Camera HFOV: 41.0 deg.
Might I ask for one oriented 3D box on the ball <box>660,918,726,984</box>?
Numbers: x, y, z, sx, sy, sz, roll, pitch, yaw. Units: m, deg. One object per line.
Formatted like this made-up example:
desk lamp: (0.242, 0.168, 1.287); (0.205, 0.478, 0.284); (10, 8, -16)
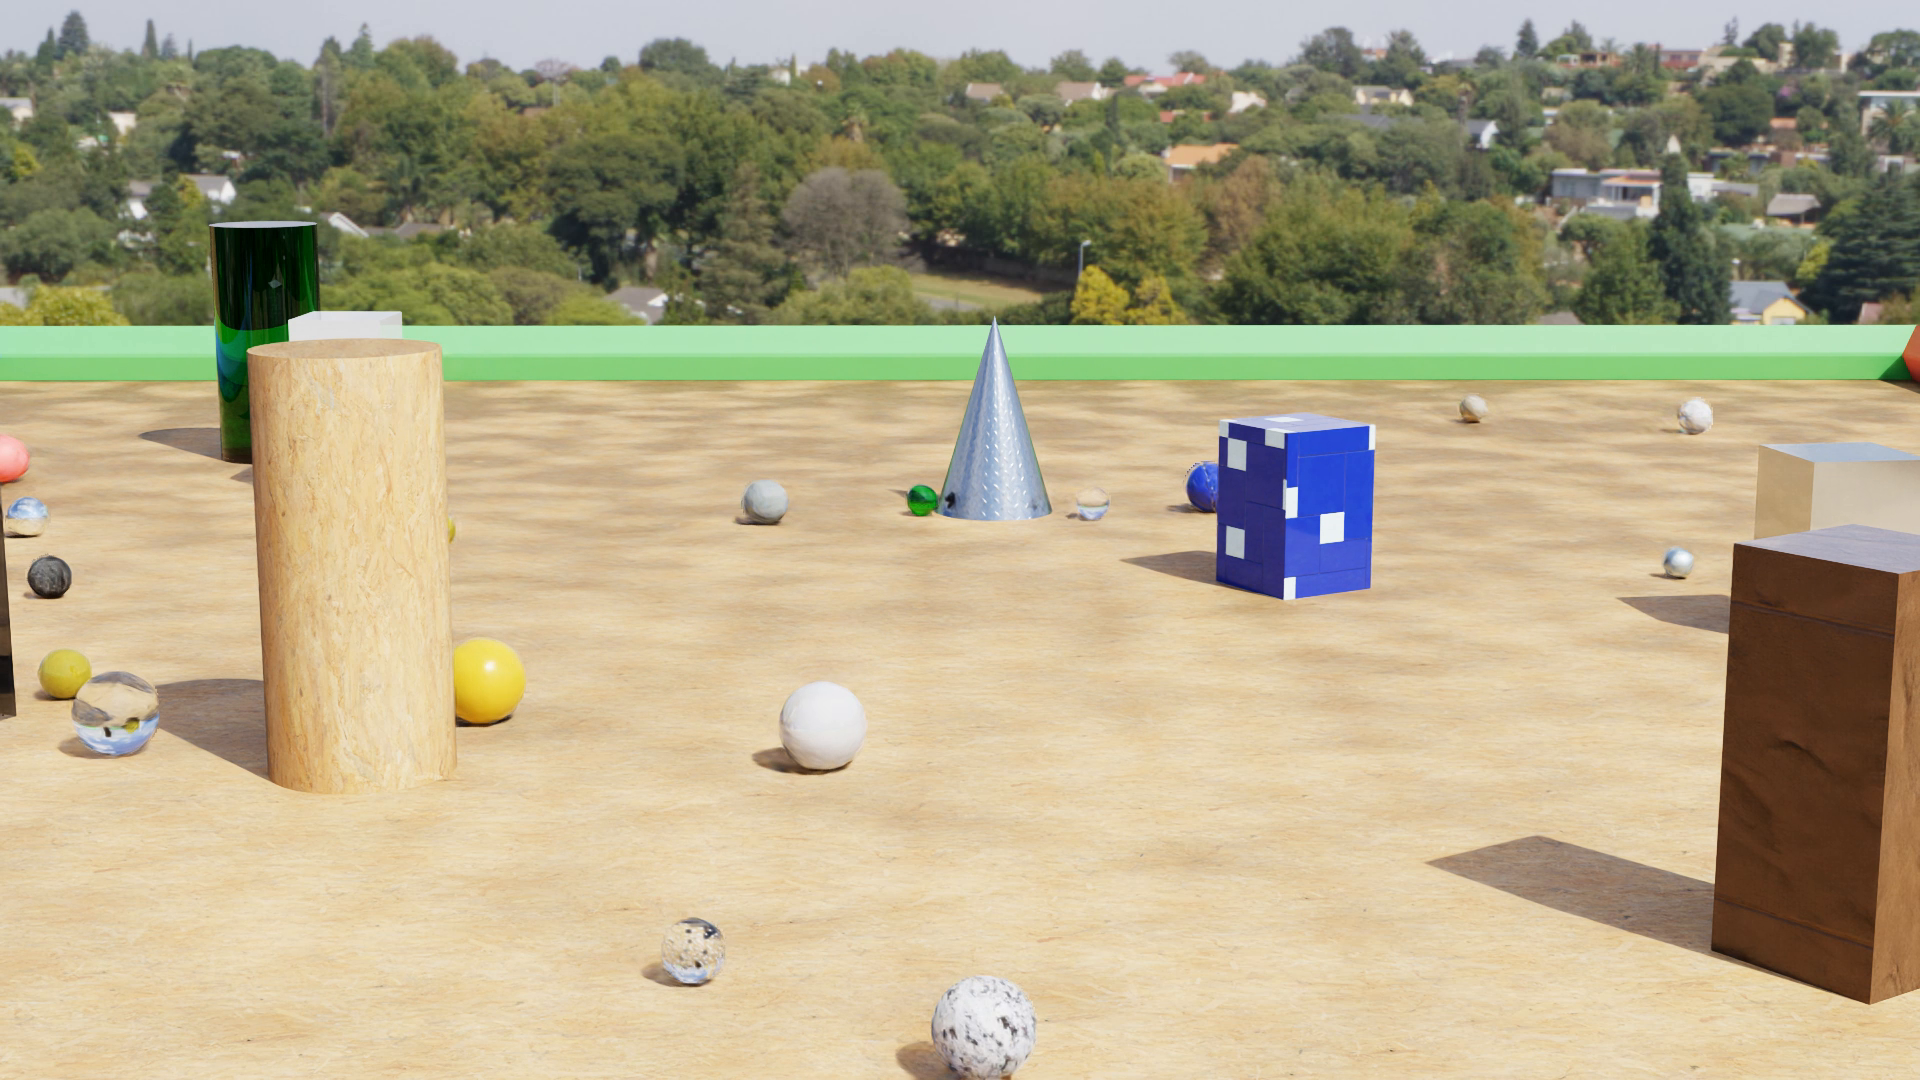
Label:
ball: (-0.214, 0.329, 2.057); (0.052, 0.052, 0.052); (0, 11, 0)

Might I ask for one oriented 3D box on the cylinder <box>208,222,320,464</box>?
cylinder: (-1.285, -0.369, 4.770); (0.193, 0.433, 0.193); (0, 11, 0)

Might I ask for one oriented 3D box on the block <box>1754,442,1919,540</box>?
block: (1.128, 0.004, 3.297); (0.154, 0.238, 0.154); (-2, 11, -8)

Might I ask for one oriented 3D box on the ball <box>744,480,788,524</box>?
ball: (-0.310, -0.061, 4.101); (0.072, 0.072, 0.072); (0, 11, 0)

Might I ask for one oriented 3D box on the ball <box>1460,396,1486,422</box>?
ball: (1.053, -0.269, 5.267); (0.056, 0.056, 0.056); (0, 11, 0)

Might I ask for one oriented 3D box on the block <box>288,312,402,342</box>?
block: (-1.047, -0.234, 4.401); (0.154, 0.302, 0.154); (0, 11, 1)

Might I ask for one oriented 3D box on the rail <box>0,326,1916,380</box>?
rail: (-0.015, -0.431, 5.940); (4.480, 0.125, 0.045); (0, 11, 0)

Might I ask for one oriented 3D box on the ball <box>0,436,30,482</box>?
ball: (-1.679, -0.142, 4.507); (0.083, 0.083, 0.083); (0, 11, 0)

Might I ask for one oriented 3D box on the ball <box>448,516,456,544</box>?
ball: (-0.794, -0.014, 3.892); (0.057, 0.057, 0.057); (0, 11, 0)

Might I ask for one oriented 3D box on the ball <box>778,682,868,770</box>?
ball: (-0.143, 0.194, 2.675); (0.093, 0.093, 0.093); (0, 11, 0)

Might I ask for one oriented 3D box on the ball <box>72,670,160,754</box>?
ball: (-0.900, 0.184, 2.735); (0.090, 0.090, 0.090); (0, 11, 0)

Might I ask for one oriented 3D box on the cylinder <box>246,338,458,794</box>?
cylinder: (-0.624, 0.022, 2.643); (0.193, 0.441, 0.193); (0, 11, 0)

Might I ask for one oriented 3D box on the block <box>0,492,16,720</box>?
block: (-1.170, 0.073, 2.842); (0.154, 0.269, 0.154); (5, 12, 27)

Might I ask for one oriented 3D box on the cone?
cone: (0.056, -0.207, 4.201); (0.193, 0.323, 0.193); (0, 11, 0)

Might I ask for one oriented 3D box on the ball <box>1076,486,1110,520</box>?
ball: (0.215, -0.060, 4.146); (0.054, 0.054, 0.054); (0, 11, 0)

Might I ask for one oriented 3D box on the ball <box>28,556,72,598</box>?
ball: (-1.255, 0.051, 3.537); (0.058, 0.058, 0.058); (0, 11, 0)

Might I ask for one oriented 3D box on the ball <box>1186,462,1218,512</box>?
ball: (0.411, -0.086, 4.210); (0.082, 0.082, 0.082); (0, 11, 0)

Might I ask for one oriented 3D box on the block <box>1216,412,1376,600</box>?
block: (0.471, -0.050, 3.608); (0.154, 0.231, 0.154); (-6, 12, -31)

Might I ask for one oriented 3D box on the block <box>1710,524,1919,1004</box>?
block: (0.732, 0.175, 2.084); (0.154, 0.345, 0.154); (-7, 13, -34)

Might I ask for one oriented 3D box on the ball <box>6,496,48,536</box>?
ball: (-1.451, -0.036, 3.993); (0.063, 0.063, 0.063); (0, 11, 0)

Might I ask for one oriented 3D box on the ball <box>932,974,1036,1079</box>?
ball: (0.017, 0.354, 1.859); (0.076, 0.076, 0.076); (0, 11, 0)

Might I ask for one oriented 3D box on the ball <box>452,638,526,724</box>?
ball: (-0.533, 0.157, 2.863); (0.096, 0.096, 0.096); (0, 11, 0)

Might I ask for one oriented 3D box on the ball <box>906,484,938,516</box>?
ball: (-0.062, -0.065, 4.185); (0.050, 0.050, 0.050); (0, 11, 0)

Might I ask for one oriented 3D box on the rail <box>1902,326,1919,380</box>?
rail: (2.216, 0.030, 3.462); (0.045, 0.125, 5.115); (0, 11, 0)

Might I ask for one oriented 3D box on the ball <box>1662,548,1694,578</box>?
ball: (1.029, 0.033, 3.674); (0.043, 0.043, 0.043); (0, 11, 0)

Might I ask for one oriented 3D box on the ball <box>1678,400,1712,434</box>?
ball: (1.465, -0.246, 5.112); (0.066, 0.066, 0.066); (0, 11, 0)

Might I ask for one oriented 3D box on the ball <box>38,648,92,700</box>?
ball: (-1.038, 0.155, 2.976); (0.060, 0.060, 0.060); (0, 11, 0)
